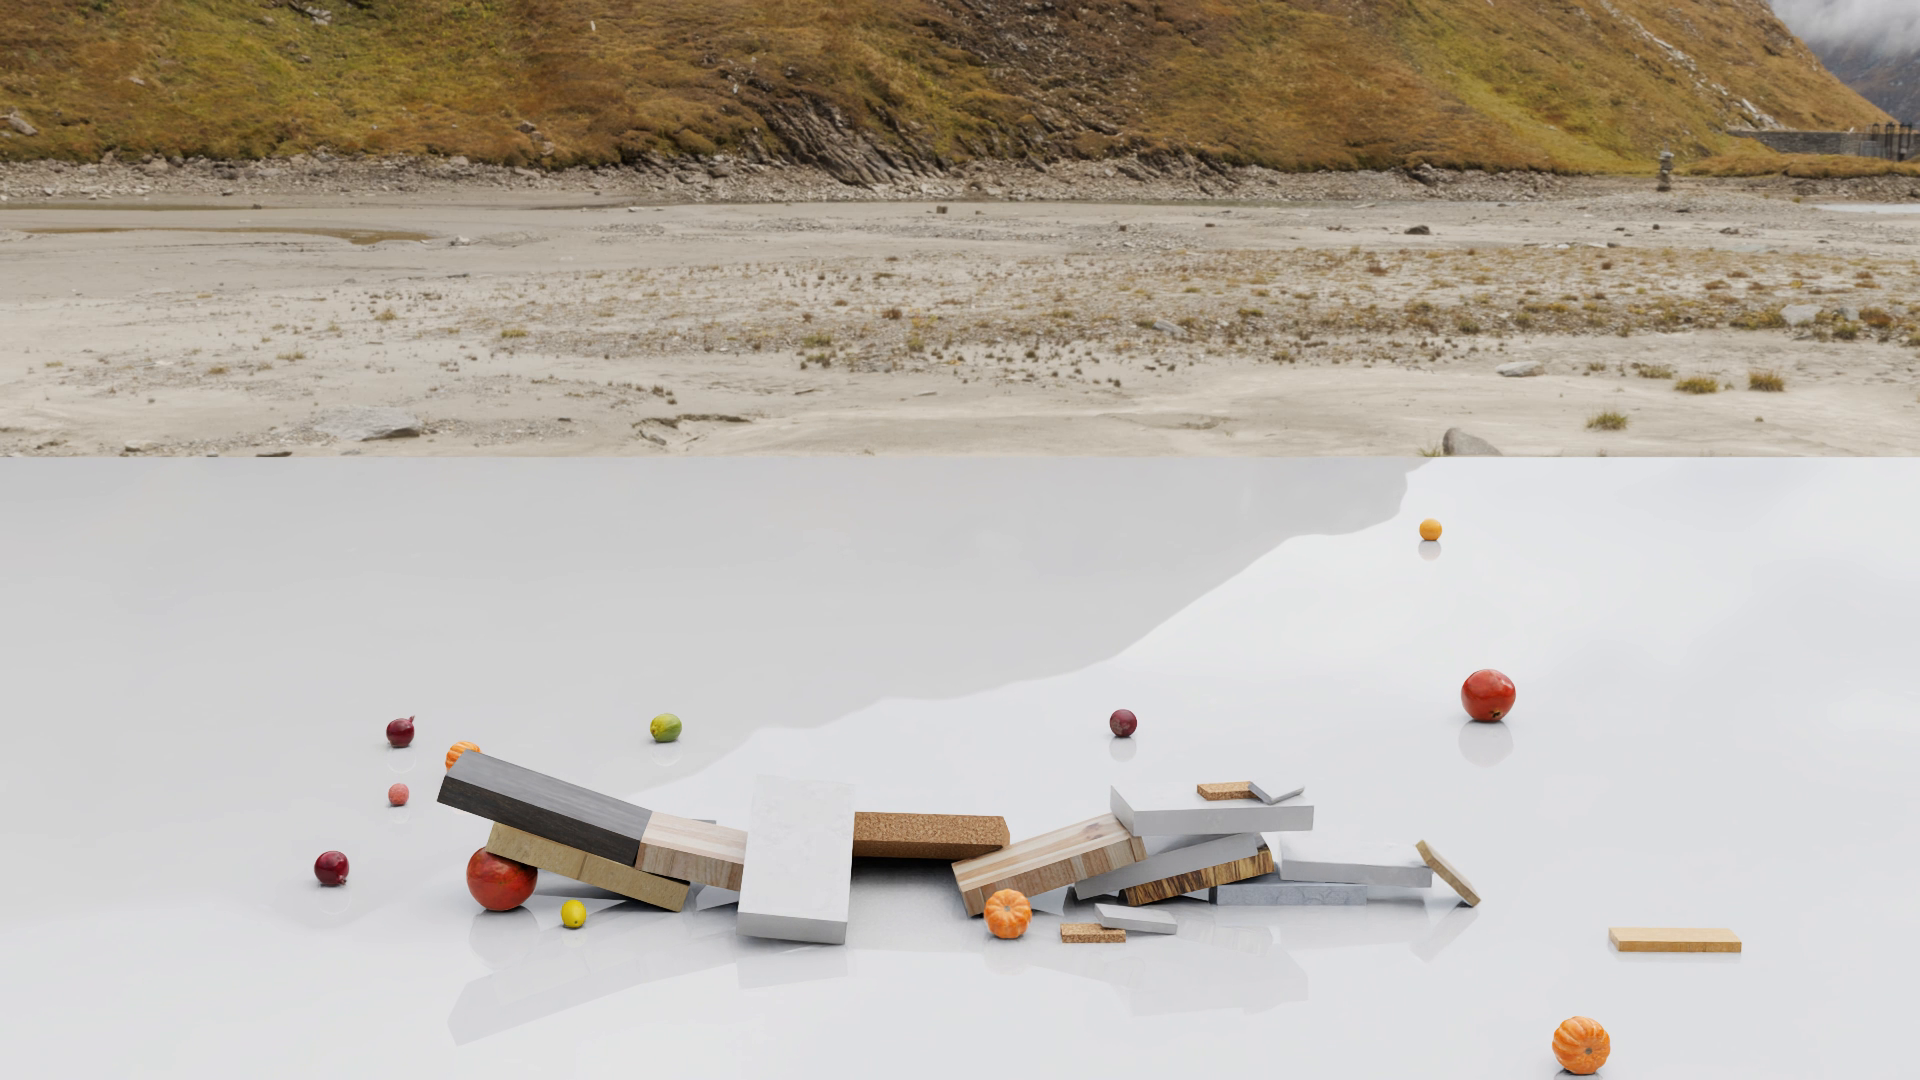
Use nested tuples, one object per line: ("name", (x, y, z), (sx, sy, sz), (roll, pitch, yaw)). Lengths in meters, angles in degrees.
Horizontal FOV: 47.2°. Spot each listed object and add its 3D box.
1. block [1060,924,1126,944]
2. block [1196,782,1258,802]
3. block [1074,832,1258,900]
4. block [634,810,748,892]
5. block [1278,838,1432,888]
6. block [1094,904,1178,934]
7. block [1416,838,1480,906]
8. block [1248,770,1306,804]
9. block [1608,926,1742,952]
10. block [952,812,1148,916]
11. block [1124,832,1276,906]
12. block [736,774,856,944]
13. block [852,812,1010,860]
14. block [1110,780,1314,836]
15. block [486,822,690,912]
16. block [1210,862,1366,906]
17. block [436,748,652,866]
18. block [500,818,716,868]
("block", (0.210, 0.620, 3.469), (0.099, 0.014, 0.049), (0, 11, -1))
("block", (0.447, 0.415, 3.635), (0.099, 0.014, 0.050), (-2, 11, -16))
("block", (0.332, 0.518, 3.667), (0.303, 0.043, 0.152), (-14, 11, -1))
("block", (-0.362, 0.532, 3.649), (0.330, 0.047, 0.165), (13, 10, -3))
("block", (0.657, 0.537, 3.667), (0.245, 0.035, 0.122), (2, 11, 5))
("block", (0.279, 0.603, 3.497), (0.122, 0.017, 0.061), (8, 9, -12))
("block", (0.802, 0.547, 3.613), (0.122, 0.017, 0.061), (42, 12, -17))
("block", (0.523, 0.408, 3.630), (0.050, 0.014, 0.099), (38, 30, 31))
("block", (1.116, 0.624, 3.436), (0.188, 0.017, 0.061), (0, 11, 1))
("block", (0.145, 0.529, 3.623), (0.303, 0.043, 0.152), (-17, 11, -4))
("block", (0.392, 0.545, 3.663), (0.245, 0.035, 0.122), (-14, 11, 0))
("block", (-0.262, 0.512, 3.562), (0.170, 0.048, 0.340), (6, 33, -4))
("block", (-0.106, 0.508, 3.777), (0.371, 0.048, 0.170), (1, -17, 6))
("block", (0.415, 0.442, 3.640), (0.303, 0.043, 0.152), (-1, 10, -10))
("block", (-0.607, 0.517, 3.639), (0.330, 0.047, 0.165), (19, 9, -6))
("block", (0.544, 0.572, 3.668), (0.245, 0.035, 0.122), (0, 11, 0))
("block", (-0.682, 0.440, 3.633), (0.330, 0.047, 0.165), (19, 9, -4))
("block", (-0.615, 0.531, 3.854), (0.340, 0.048, 0.170), (2, 11, 10))
